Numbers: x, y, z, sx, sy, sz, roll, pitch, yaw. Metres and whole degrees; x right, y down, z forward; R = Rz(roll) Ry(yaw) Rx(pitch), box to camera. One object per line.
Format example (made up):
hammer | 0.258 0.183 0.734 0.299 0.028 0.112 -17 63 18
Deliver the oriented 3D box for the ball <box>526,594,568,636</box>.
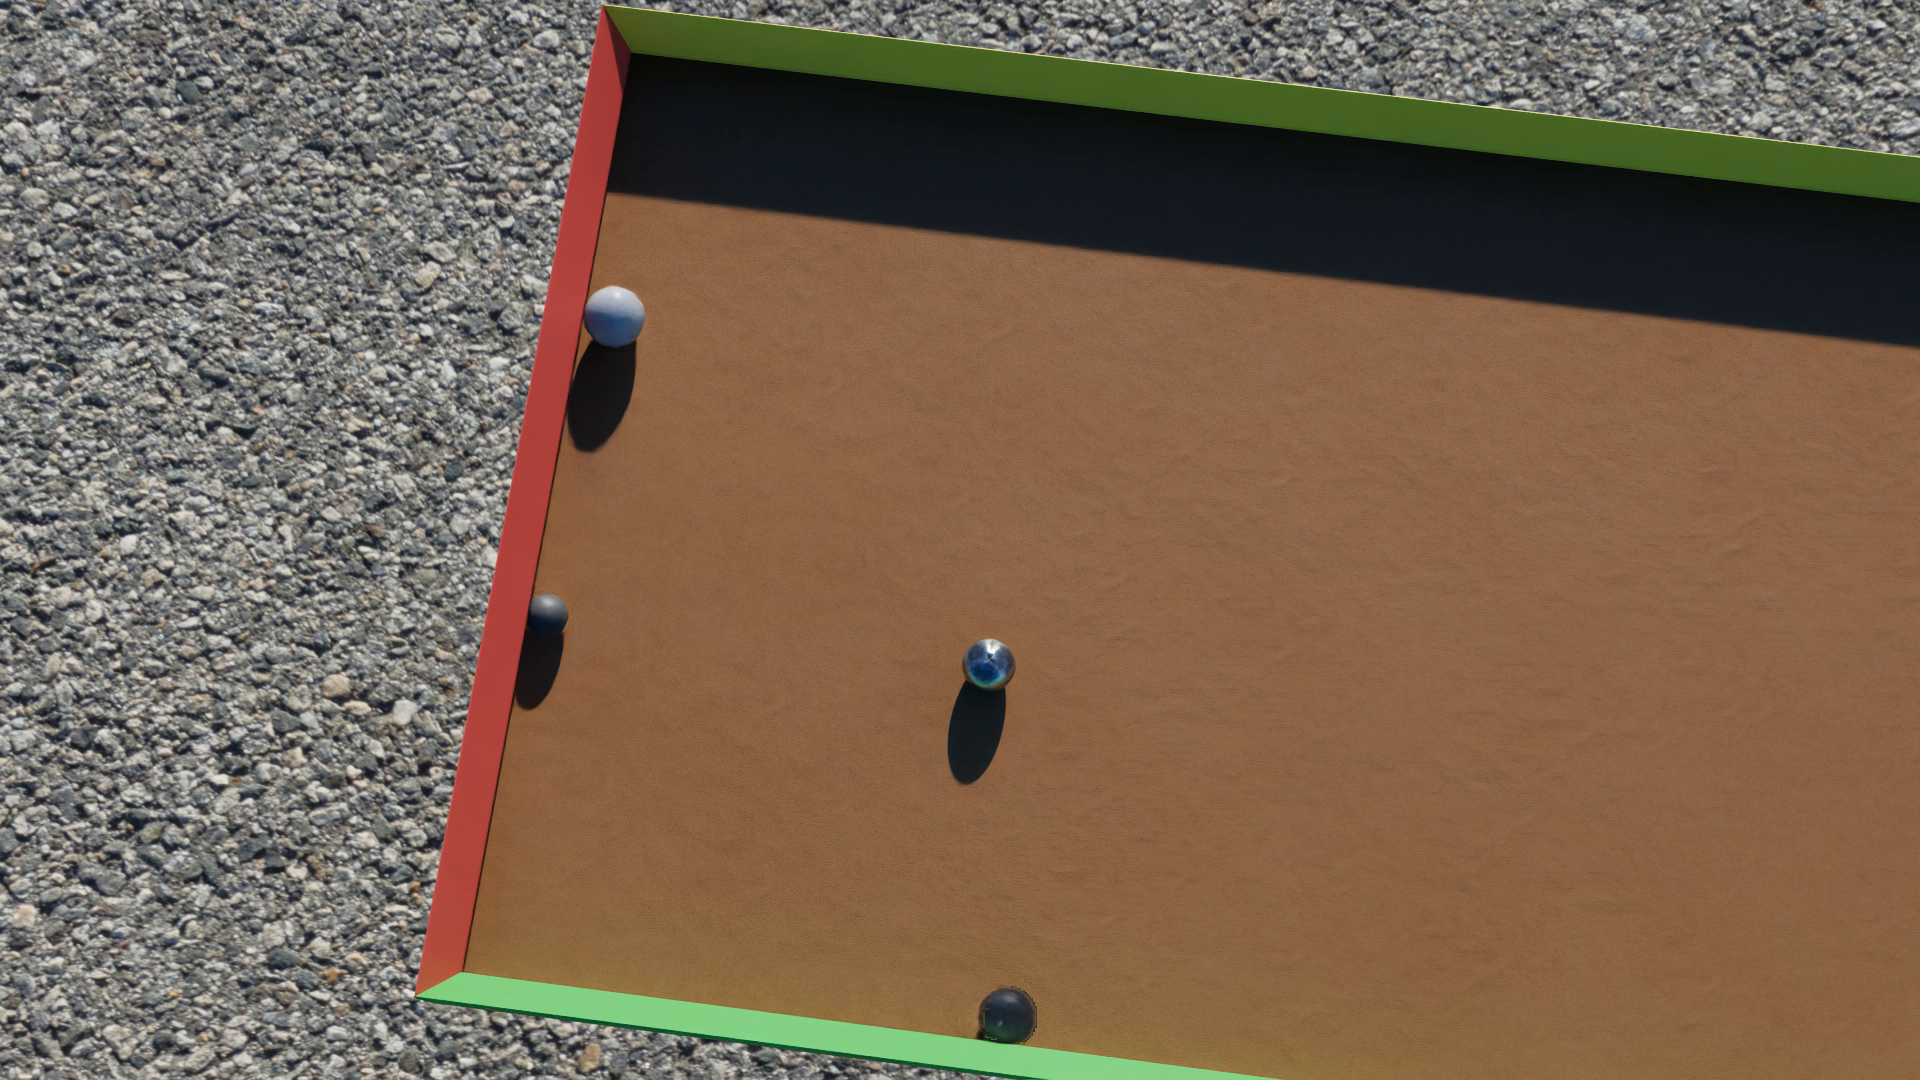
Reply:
ball | -0.625 0.113 3.322 0.066 0.066 0.066 0 75 0

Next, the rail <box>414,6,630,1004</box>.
rail | -0.644 -0.085 3.345 0.045 0.124 1.560 7 75 2

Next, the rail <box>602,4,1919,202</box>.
rail | 0.763 -0.648 3.498 2.692 0.124 0.045 7 75 2

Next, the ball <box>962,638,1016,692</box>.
ball | 0.043 0.187 3.294 0.081 0.081 0.081 0 75 0

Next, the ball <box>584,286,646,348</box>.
ball | -0.540 -0.348 3.432 0.095 0.095 0.095 0 75 0

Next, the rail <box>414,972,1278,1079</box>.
rail | 0.572 0.800 3.105 2.692 0.124 0.045 7 75 2

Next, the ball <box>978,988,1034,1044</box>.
ball | 0.066 0.685 3.158 0.083 0.083 0.083 0 75 0
